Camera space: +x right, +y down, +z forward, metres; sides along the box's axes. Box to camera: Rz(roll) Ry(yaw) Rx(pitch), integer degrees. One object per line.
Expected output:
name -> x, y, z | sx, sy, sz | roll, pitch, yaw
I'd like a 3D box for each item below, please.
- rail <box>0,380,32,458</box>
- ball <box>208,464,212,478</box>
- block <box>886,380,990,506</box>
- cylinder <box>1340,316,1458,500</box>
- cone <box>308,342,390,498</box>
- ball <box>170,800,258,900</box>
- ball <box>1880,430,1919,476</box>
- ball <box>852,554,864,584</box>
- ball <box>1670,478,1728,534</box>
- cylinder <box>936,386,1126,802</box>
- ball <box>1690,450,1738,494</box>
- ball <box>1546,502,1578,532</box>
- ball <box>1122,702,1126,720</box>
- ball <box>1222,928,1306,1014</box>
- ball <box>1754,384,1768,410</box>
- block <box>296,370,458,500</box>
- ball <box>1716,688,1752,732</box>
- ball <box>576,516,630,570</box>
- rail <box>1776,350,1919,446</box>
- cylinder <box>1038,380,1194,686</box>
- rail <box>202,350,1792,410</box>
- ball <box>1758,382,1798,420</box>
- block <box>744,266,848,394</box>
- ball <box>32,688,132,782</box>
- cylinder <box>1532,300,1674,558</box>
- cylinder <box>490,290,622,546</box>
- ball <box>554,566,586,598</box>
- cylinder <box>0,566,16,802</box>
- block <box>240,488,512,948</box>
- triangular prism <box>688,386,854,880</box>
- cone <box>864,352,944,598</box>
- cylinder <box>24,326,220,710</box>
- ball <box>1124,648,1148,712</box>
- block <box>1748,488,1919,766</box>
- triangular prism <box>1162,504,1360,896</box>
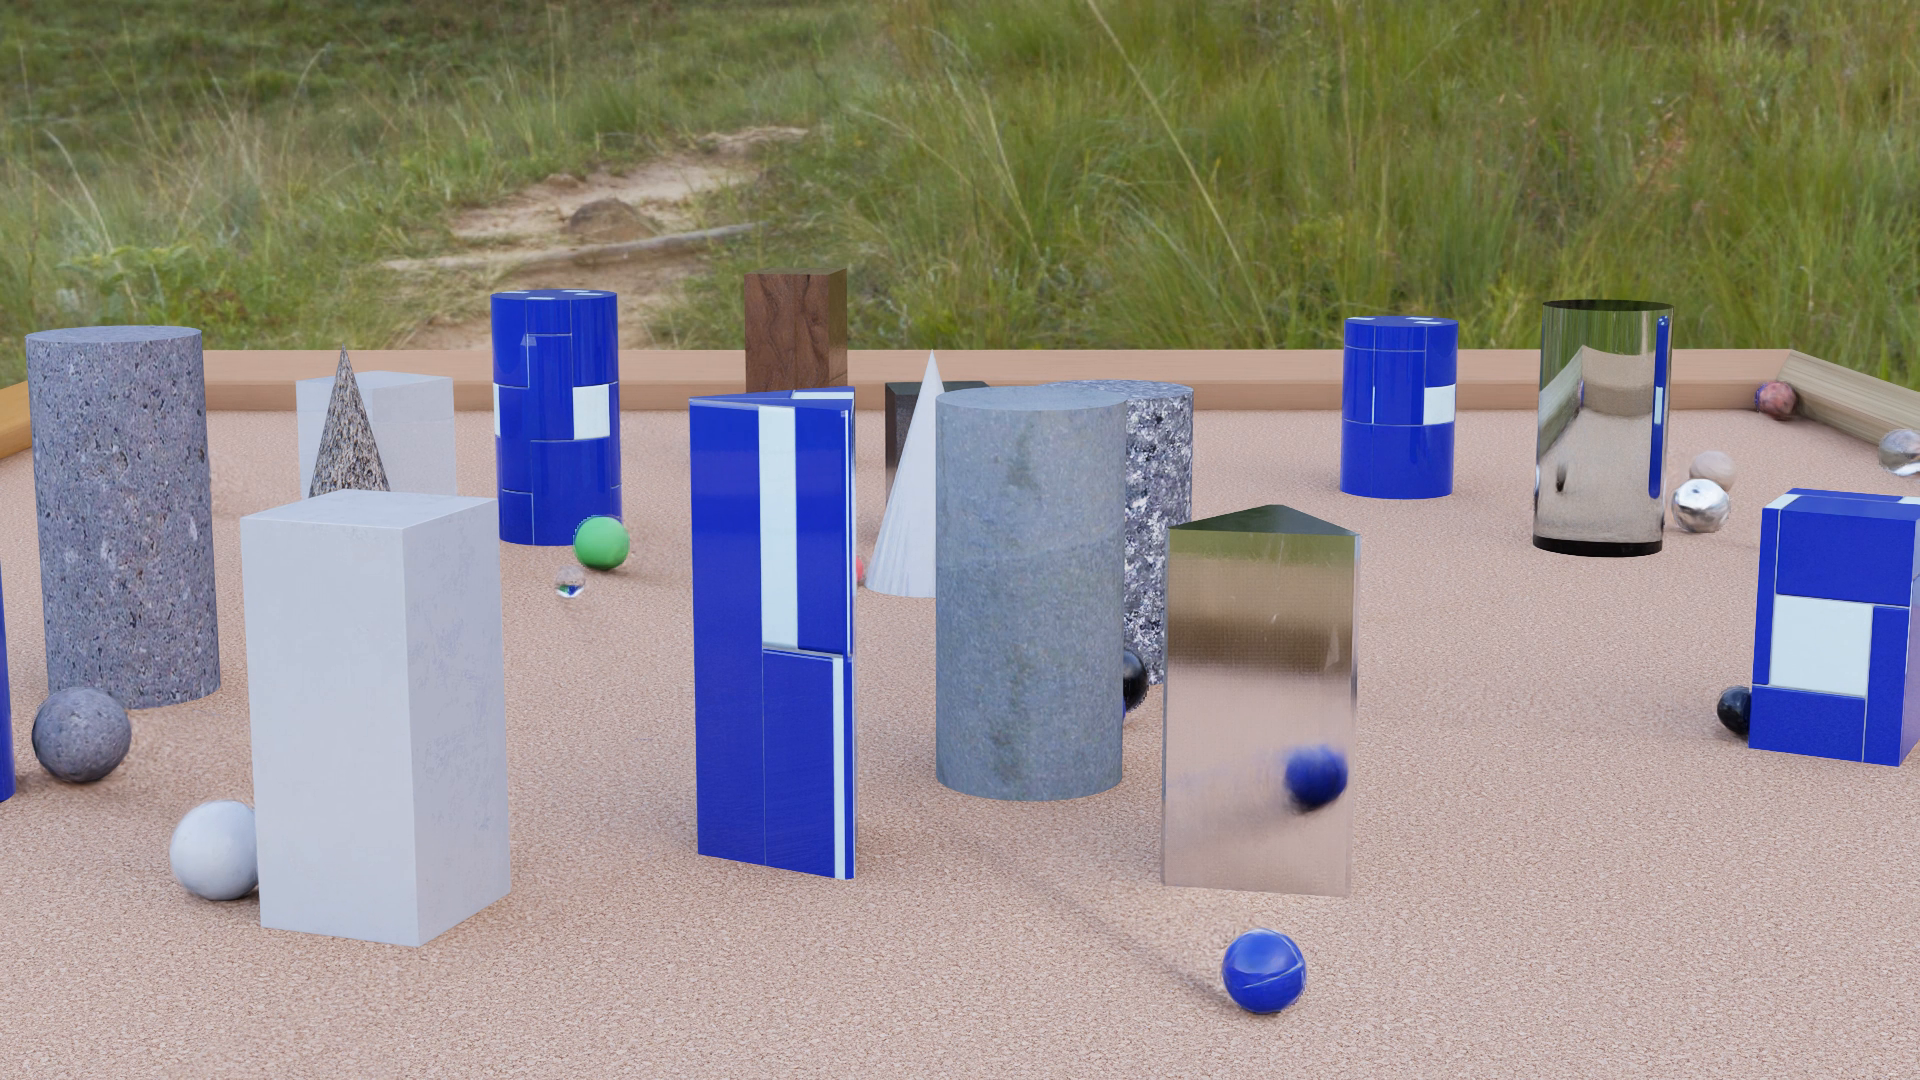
rail -> -1.760, 0.034, 3.439 | 0.045, 0.126, 4.095 | 0, 11, 0
ball -> -1.304, -0.108, 4.300 | 0.094, 0.094, 0.094 | 0, 11, 0
block -> -0.030, -0.119, 3.971 | 0.155, 0.235, 0.155 | -1, 11, -8
cylinder -> 0.754, -0.230, 4.410 | 0.193, 0.293, 0.193 | 0, 11, 0
cone -> -0.808, -0.080, 3.395 | 0.193, 0.368, 0.193 | 0, 11, 0
ball -> -0.651, 0.273, 2.262 | 0.088, 0.088, 0.088 | 0, 11, 0
ball -> 1.688, -0.155, 4.588 | 0.081, 0.081, 0.081 | 0, 11, 0
ball -> -0.158, 0.042, 3.623 | 0.045, 0.045, 0.045 | 0, 11, 0
ball -> 1.159, -0.053, 4.020 | 0.087, 0.087, 0.087 | 0, 11, 0
cylinder -> 0.072, 0.050, 2.625 | 0.193, 0.394, 0.193 | 0, 11, 0
ball -> 1.282, -0.113, 4.364 | 0.079, 0.079, 0.079 | 0, 11, 0
ball -> 0.947, -0.036, 4.037 | 0.048, 0.048, 0.048 | 0, 11, 0
ball -> 0.157, 0.186, 2.830 | 0.051, 0.051, 0.051 | 0, 11, 0
ball -> 0.236, 0.335, 1.993 | 0.065, 0.065, 0.065 | 0, 11, 0
ball -> 1.708, -0.299, 5.411 | 0.063, 0.063, 0.063 | 0, 11, 0
block -> -0.835, -0.090, 3.685 | 0.155, 0.283, 0.155 | 7, 13, 34
ball -> 0.860, 0.188, 2.828 | 0.049, 0.049, 0.049 | 0, 11, 0
ball -> -0.519, 0.005, 3.728 | 0.079, 0.079, 0.079 | 0, 11, 0
rail -> 1.760, 0.030, 3.459 | 0.045, 0.126, 4.095 | 0, 11, 0
cylinder -> 0.182, -0.012, 3.097 | 0.193, 0.343, 0.193 | 0, 11, 0
rail -> -0.012, -0.337, 5.439 | 3.567, 0.126, 0.045 | 0, 11, 0
ball -> 1.693, -0.288, 5.312 | 0.077, 0.077, 0.077 | 0, 11, 0
block -> -0.298, -0.315, 4.699 | 0.155, 0.355, 0.155 | 2, 11, 10
ball -> -0.900, 0.200, 2.630 | 0.097, 0.097, 0.097 | 0, 11, 0
cylinder -> 0.975, -0.172, 3.892 | 0.193, 0.368, 0.193 | 0, 11, 0
cylinder -> -0.625, -0.193, 3.984 | 0.193, 0.376, 0.193 | 0, 11, 0
ball -> -0.539, 0.058, 3.542 | 0.043, 0.043, 0.043 | 0, 11, 0
cylinder -> -1.051, 0.029, 2.536 | 0.193, 0.468, 0.193 | 0, 11, 0
block -> -0.499, 0.147, 2.206 | 0.155, 0.355, 0.155 | 4, 11, 19
triangular prism -> -0.137, 0.078, 2.383 | 0.167, 0.428, 0.145 | 6, 12, 28
cone -> -0.039, -0.103, 3.609 | 0.193, 0.335, 0.193 | 0, 11, 0
cylinder -> -0.971, -0.030, 2.983 | 0.193, 0.420, 0.193 | 0, 11, 0
ball -> 0.175, 0.158, 2.909 | 0.077, 0.077, 0.077 | 0, 11, 0
block -> 0.955, 0.090, 2.771 | 0.155, 0.262, 0.155 | 6, 12, 29
triangular prism -> 0.278, 0.140, 2.330 | 0.167, 0.325, 0.145 | 2, 11, 12
